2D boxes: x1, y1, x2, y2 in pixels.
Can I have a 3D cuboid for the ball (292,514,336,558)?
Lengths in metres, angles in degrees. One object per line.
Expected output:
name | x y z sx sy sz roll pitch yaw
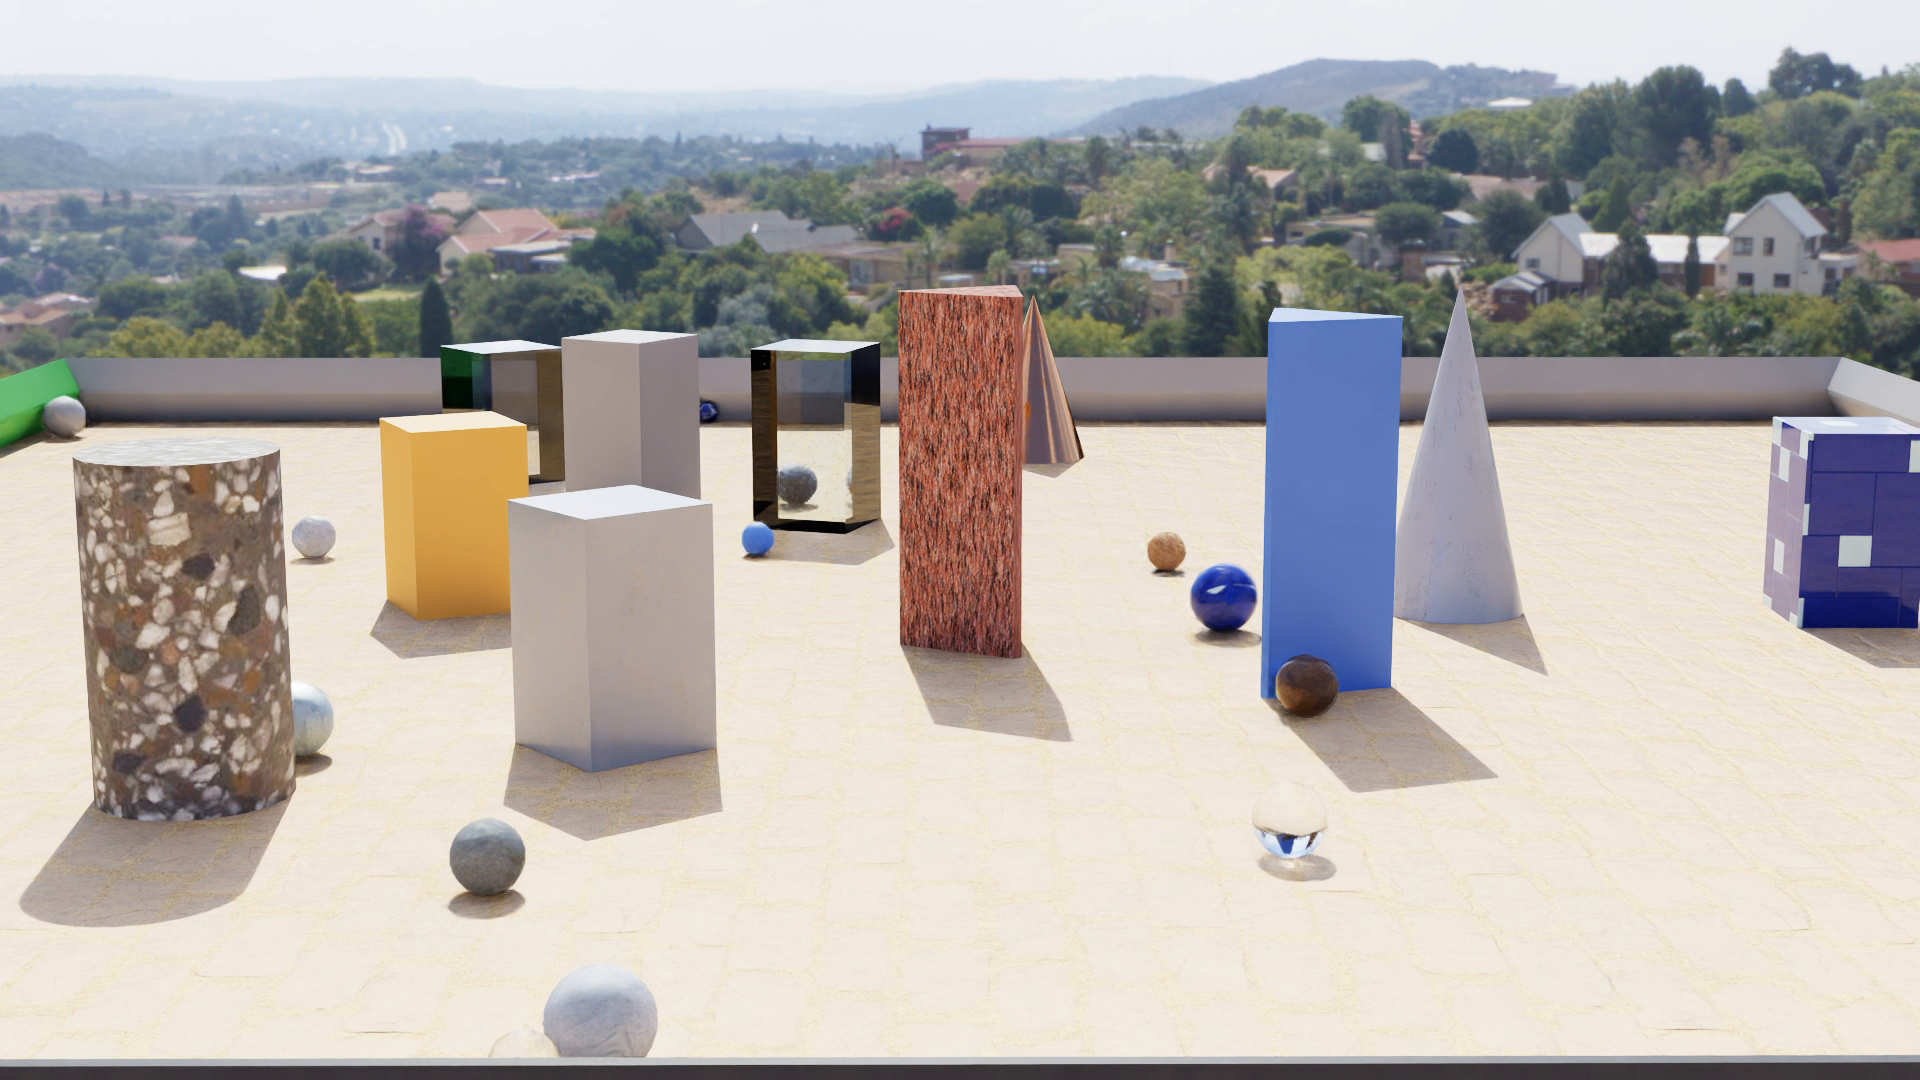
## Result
ball | -0.966 -0.005 3.836 0.064 0.064 0.064 0 10 0

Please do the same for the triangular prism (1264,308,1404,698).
triangular prism | 0.407 -0.049 3.045 0.171 0.439 0.148 -4 11 -20

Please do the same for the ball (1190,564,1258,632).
ball | 0.342 0.075 3.333 0.089 0.089 0.089 0 10 0

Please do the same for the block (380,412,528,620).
block | -0.685 -0.036 3.486 0.158 0.252 0.158 -5 12 -27

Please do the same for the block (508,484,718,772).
block | -0.373 0.091 2.757 0.158 0.268 0.158 -9 14 -39

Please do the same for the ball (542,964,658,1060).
ball | -0.261 0.350 1.865 0.084 0.084 0.084 0 10 0

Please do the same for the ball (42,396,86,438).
ball | -1.769 -0.243 5.070 0.082 0.082 0.082 0 10 0

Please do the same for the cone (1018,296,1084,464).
cone | 0.137 -0.309 4.812 0.197 0.306 0.197 0 10 0

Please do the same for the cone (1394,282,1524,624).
cone | 0.664 -0.124 3.440 0.197 0.443 0.197 0 10 0

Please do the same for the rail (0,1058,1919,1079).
rail | 0.011 0.376 1.599 3.684 0.128 0.045 0 10 0

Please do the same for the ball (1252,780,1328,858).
ball | 0.307 0.260 2.385 0.071 0.071 0.071 0 10 0

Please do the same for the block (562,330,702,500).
block | -0.537 -0.189 4.205 0.158 0.291 0.158 6 12 30

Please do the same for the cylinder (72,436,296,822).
cylinder | -0.773 0.084 2.567 0.197 0.350 0.197 0 10 0

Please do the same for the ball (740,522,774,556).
ball | -0.305 -0.002 3.858 0.050 0.050 0.050 0 10 0

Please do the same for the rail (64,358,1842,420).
rail | -0.011 -0.310 5.299 3.684 0.128 0.045 0 10 0

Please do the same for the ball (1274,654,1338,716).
ball | 0.392 0.164 2.905 0.070 0.070 0.070 0 10 0

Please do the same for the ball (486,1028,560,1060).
ball | -0.310 0.374 1.821 0.053 0.053 0.053 0 10 0

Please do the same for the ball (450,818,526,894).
ball | -0.420 0.281 2.280 0.067 0.067 0.067 0 10 0

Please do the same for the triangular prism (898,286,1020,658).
triangular prism | 0.032 -0.093 3.253 0.171 0.449 0.148 6 12 28

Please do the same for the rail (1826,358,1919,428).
rail | 1.818 0.031 3.459 0.045 0.128 3.810 0 10 0

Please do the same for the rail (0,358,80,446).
rail | -1.818 0.035 3.439 0.045 0.128 3.810 0 10 0

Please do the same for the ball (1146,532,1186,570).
ball | 0.301 0.016 3.741 0.057 0.057 0.057 0 10 0

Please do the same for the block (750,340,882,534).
block | -0.229 -0.168 4.103 0.158 0.286 0.158 4 11 19

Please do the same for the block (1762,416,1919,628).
block | 1.177 -0.025 3.415 0.158 0.257 0.158 0 10 1

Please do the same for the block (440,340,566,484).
block | -0.808 -0.224 4.544 0.158 0.237 0.158 -8 13 -38

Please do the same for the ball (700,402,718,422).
ball | -0.518 -0.263 5.283 0.043 0.043 0.043 0 10 0

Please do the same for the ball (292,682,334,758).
ball | -0.707 0.191 2.731 0.081 0.081 0.081 0 10 0

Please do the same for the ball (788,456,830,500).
ball | -0.257 -0.105 4.355 0.071 0.071 0.071 0 10 0
